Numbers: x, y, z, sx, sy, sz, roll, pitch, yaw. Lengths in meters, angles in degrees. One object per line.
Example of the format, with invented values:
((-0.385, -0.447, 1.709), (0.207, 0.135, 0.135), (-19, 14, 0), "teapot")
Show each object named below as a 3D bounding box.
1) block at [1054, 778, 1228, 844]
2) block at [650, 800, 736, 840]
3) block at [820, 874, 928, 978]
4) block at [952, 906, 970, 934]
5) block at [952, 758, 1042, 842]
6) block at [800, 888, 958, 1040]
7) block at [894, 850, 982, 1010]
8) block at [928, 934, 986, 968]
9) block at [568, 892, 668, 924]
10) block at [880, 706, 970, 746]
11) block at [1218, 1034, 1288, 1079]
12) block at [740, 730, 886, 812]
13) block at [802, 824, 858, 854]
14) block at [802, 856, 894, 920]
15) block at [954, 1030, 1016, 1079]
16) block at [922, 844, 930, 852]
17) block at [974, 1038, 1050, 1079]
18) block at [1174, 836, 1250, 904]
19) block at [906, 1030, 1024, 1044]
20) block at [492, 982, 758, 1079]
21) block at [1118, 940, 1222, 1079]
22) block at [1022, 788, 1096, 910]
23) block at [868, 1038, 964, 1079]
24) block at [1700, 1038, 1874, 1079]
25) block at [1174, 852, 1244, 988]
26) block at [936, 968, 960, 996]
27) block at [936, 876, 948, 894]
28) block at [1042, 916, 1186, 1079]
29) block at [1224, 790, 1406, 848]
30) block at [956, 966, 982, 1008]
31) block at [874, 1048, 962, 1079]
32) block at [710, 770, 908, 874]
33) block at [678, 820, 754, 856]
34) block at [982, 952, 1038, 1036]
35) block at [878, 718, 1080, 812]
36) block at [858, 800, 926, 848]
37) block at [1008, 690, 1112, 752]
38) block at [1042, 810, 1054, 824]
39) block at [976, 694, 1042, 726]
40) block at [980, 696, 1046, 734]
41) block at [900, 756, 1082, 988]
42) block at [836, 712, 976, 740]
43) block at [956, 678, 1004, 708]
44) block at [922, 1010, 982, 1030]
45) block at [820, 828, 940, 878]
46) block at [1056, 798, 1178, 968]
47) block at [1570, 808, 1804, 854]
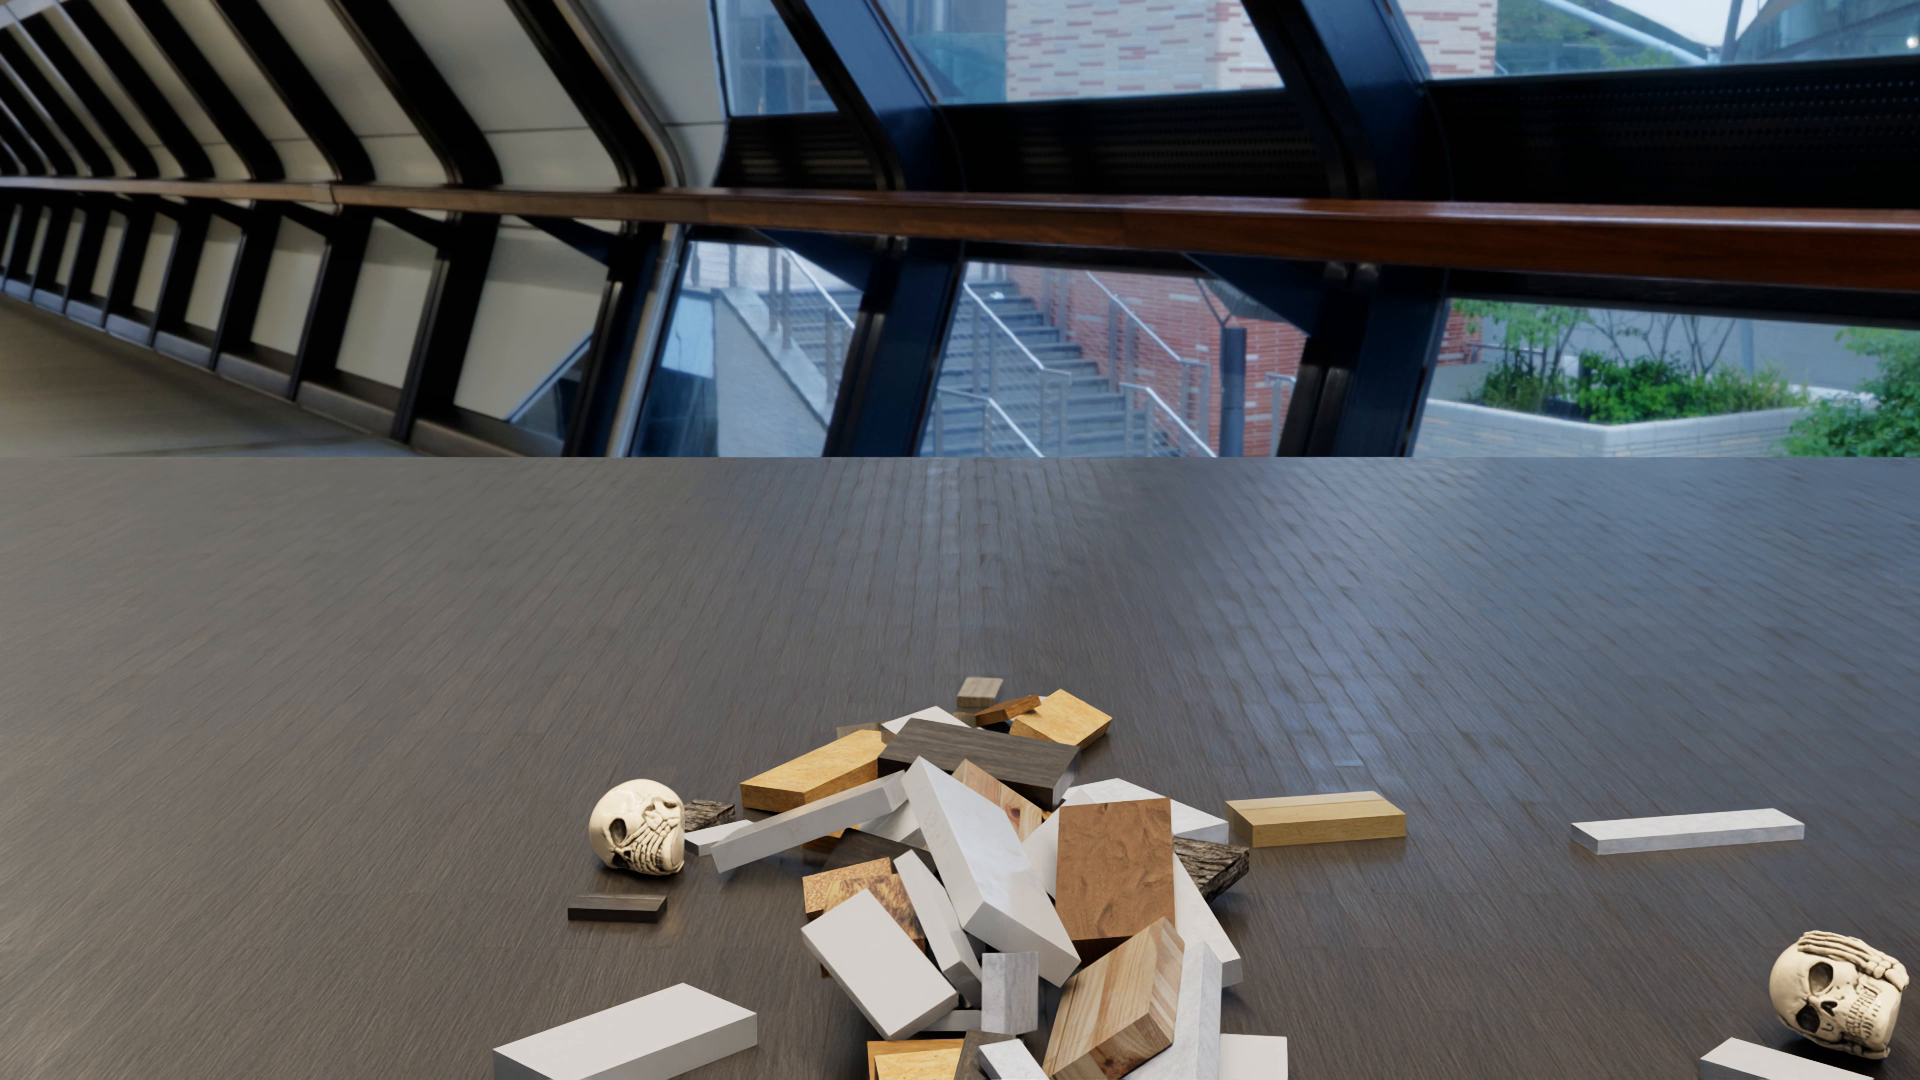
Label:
((0.320, 0.506, 3.994), (0.162, 0.046, 0.323), (-7, 13, -33), "block")
((-0.488, 0.513, 4.020), (0.083, 0.024, 0.166), (4, 11, 22), "block")
((-0.119, 0.540, 3.109), (0.144, 0.041, 0.289), (-6, 10, 0), "block")
((-0.029, 0.576, 3.350), (0.144, 0.041, 0.289), (-5, -8, 6), "block")
((0.055, 0.497, 3.648), (0.163, 0.046, 0.327), (34, 18, -10), "block")
((-0.108, 0.566, 2.919), (0.107, 0.030, 0.213), (-29, 49, -21), "block")
((-0.023, 0.533, 3.015), (0.030, 0.107, 0.213), (-32, 42, 3), "block")
((-0.050, 0.600, 3.217), (0.144, 0.041, 0.289), (-5, -8, 6), "block")
((-0.556, 0.597, 3.572), (0.146, 0.021, 0.073), (1, 11, 6), "block")
((-0.020, 0.387, 4.060), (0.128, 0.036, 0.256), (-16, 28, -33), "block")
((0.345, 0.721, 2.842), (0.155, 0.044, 0.310), (1, 11, 7), "block")
((-0.239, 0.443, 4.217), (0.163, 0.046, 0.351), (2, 14, 39), "block")
((-0.172, 0.519, 3.966), (0.112, 0.032, 0.224), (7, 12, 32), "block")
((-0.179, 0.564, 3.560), (0.146, 0.021, 0.073), (-14, 44, 3), "block")
((0.027, 0.615, 2.557), (0.058, 0.017, 0.117), (5, 25, 8), "block")
((-0.049, 0.506, 3.730), (0.130, 0.037, 0.260), (-33, 15, 13), "block")
((0.072, 0.622, 2.518), (0.058, 0.017, 0.117), (-1, 33, -36), "block")
((0.348, 0.550, 3.568), (0.146, 0.041, 0.292), (6, 12, 27), "block")
((-0.011, 0.753, 2.655), (0.175, 0.050, 0.680), (0, 11, 2), "block")
((-0.453, 0.691, 2.999), (0.162, 0.046, 0.324), (10, 14, 43), "block")
((0.259, 0.679, 2.839), (0.155, 0.044, 0.582), (-36, 4, 12), "block")
((0.182, 0.523, 3.602), (0.146, 0.041, 0.292), (43, 29, 8), "block")
((-0.020, 0.700, 2.668), (0.175, 0.050, 0.350), (-1, 11, -4), "block")
((1.097, 0.715, 2.922), (0.194, 0.027, 0.097), (10, 14, 42), "block")
((0.299, 0.582, 3.323), (0.155, 0.044, 0.310), (-13, 26, -9), "block")
((-0.050, 0.613, 3.000), (0.095, 0.027, 0.191), (-5, -3, 4), "block")
((-0.091, 0.546, 3.386), (0.130, 0.037, 0.260), (-8, -8, 1), "block")
((0.211, 0.640, 2.993), (0.178, 0.050, 0.355), (-36, 3, 13), "block")
((0.645, 0.507, 4.003), (0.292, 0.041, 0.146), (-2, 11, -13), "block")
((-0.021, 0.645, 3.161), (0.095, 0.027, 0.191), (-5, -3, 8), "block")
((0.014, 0.698, 2.455), (0.175, 0.050, 0.350), (-3, 25, -9), "block")
((-0.252, 0.480, 3.762), (0.323, 0.046, 0.162), (-21, 0, 12), "block")
((-0.423, 0.532, 3.927), (0.146, 0.021, 0.073), (-8, 13, -37), "block")
((0.068, 0.607, 2.948), (0.030, 0.107, 0.213), (-2, -10, 14), "block")
((0.035, 0.399, 3.927), (0.327, 0.046, 0.163), (8, 24, 18), "block")
((-0.115, 0.496, 3.772), (0.112, 0.032, 0.224), (-36, 14, 2), "block")
((0.210, 0.384, 4.547), (0.129, 0.037, 0.258), (29, 20, 16), "block")
((0.154, 0.524, 3.776), (0.025, 0.090, 0.179), (3, 10, -10), "block")
((0.091, 0.354, 4.546), (0.083, 0.024, 0.166), (-22, 1, -29), "block")
((0.115, 0.403, 4.573), (0.129, 0.037, 0.487), (4, 11, 23), "block")
((0.038, 0.490, 3.318), (0.178, 0.050, 0.512), (34, 8, -19), "block")
((-0.107, 0.385, 4.451), (0.258, 0.037, 0.129), (-8, -9, 12), "block")
((0.046, 0.342, 4.937), (0.083, 0.024, 0.166), (2, 11, 7), "block")
((-0.007, 0.660, 3.020), (0.095, 0.027, 0.191), (0, -12, 0), "block")
((-0.127, 0.549, 3.609), (0.224, 0.112, 0.032), (10, -30, 42), "block")
((0.239, 0.520, 3.361), (0.178, 0.050, 0.355), (-6, 26, 7), "block")
((1.308, 0.523, 3.953), (0.406, 0.027, 0.097), (-2, 11, -12), "block")
